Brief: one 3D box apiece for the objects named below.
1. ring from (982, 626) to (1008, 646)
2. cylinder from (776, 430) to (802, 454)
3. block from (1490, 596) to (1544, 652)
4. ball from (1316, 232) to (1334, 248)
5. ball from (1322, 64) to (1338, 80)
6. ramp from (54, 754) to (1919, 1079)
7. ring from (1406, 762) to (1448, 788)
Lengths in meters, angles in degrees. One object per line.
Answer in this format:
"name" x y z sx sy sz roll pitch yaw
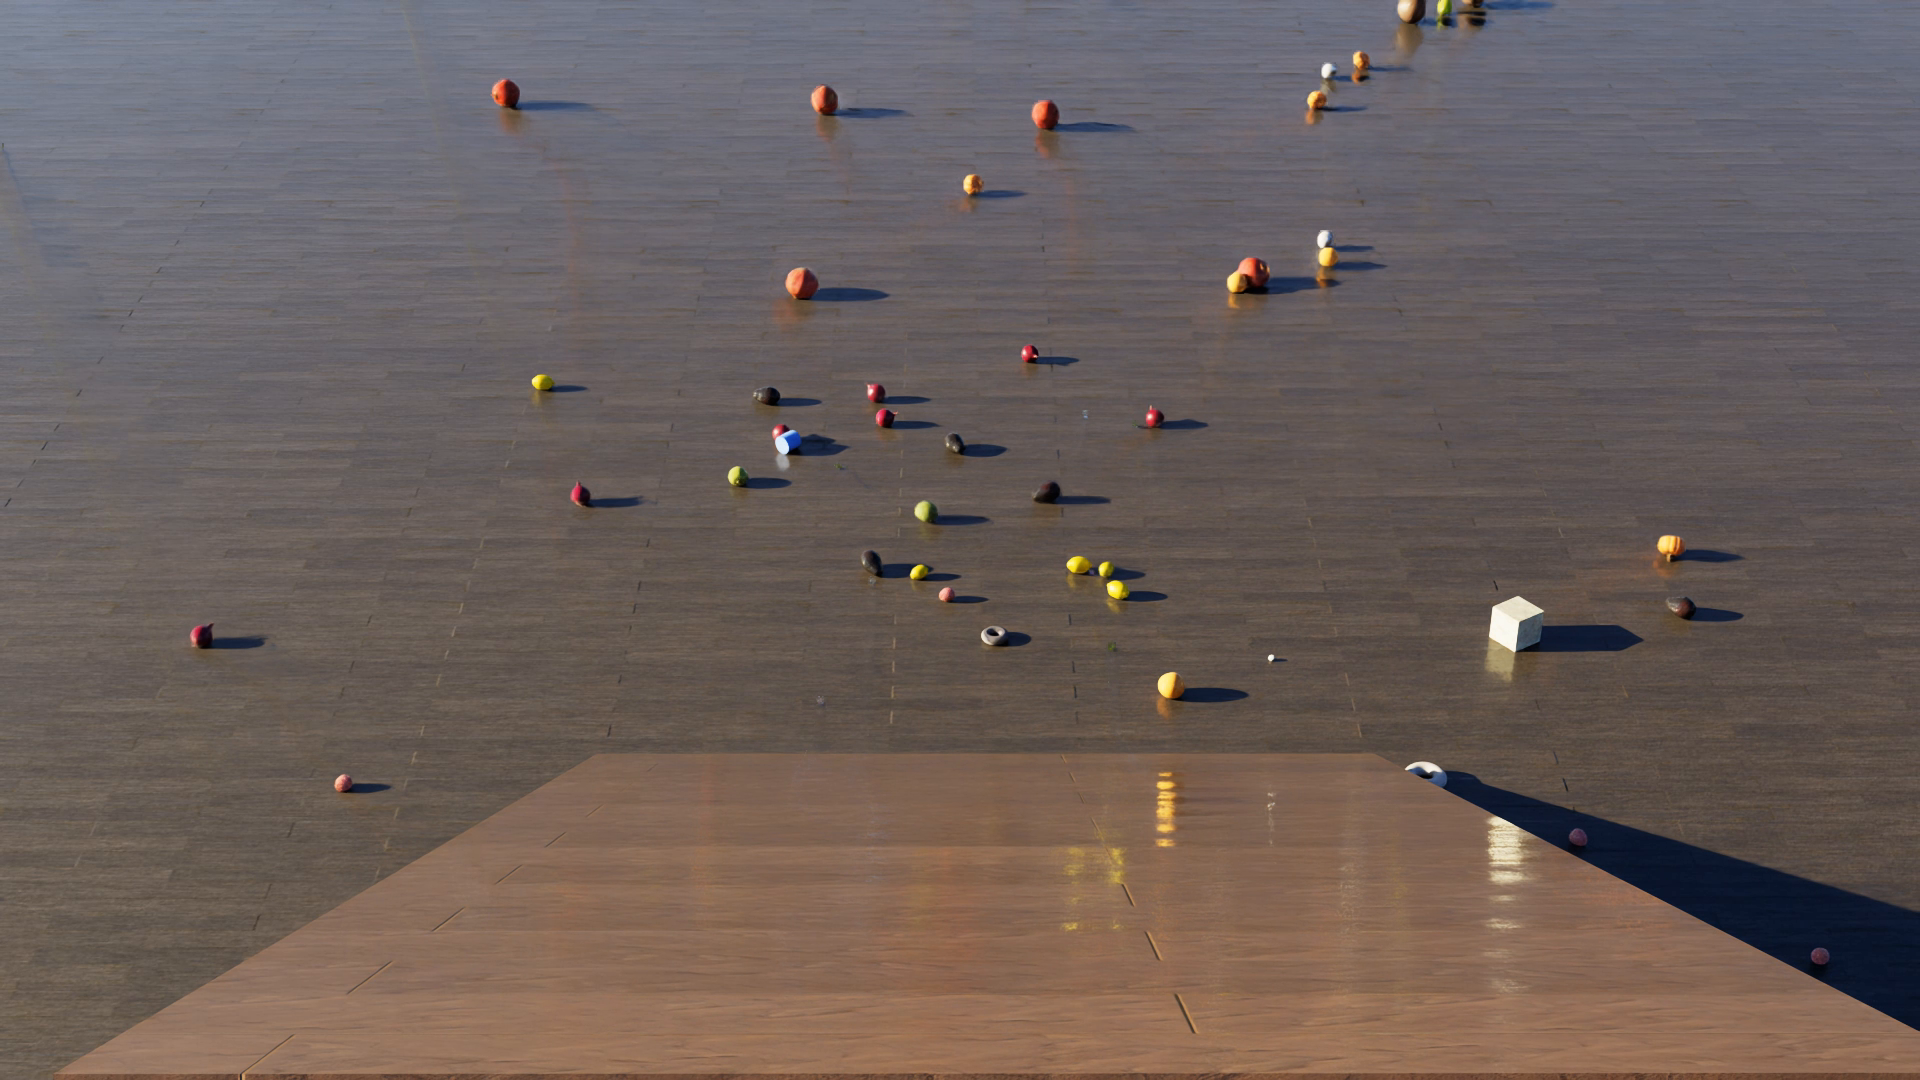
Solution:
"ring" 0.099 0.269 7.290 0.078 0.026 0.078 0 31 0
"cylinder" -0.548 -0.313 8.265 0.059 0.059 0.059 23 37 34
"block" 1.565 0.236 7.274 0.099 0.099 0.099 -19 35 -30
"ball" 1.363 -1.117 9.651 0.063 0.063 0.063 0 30 0
"ball" 1.604 -2.035 11.235 0.067 0.067 0.067 0 30 0
"ramp" 0.067 0.599 4.658 2.000 0.100 4.000 0 0 0
"ring" 1.202 0.614 6.683 0.112 0.037 0.112 1 31 0
